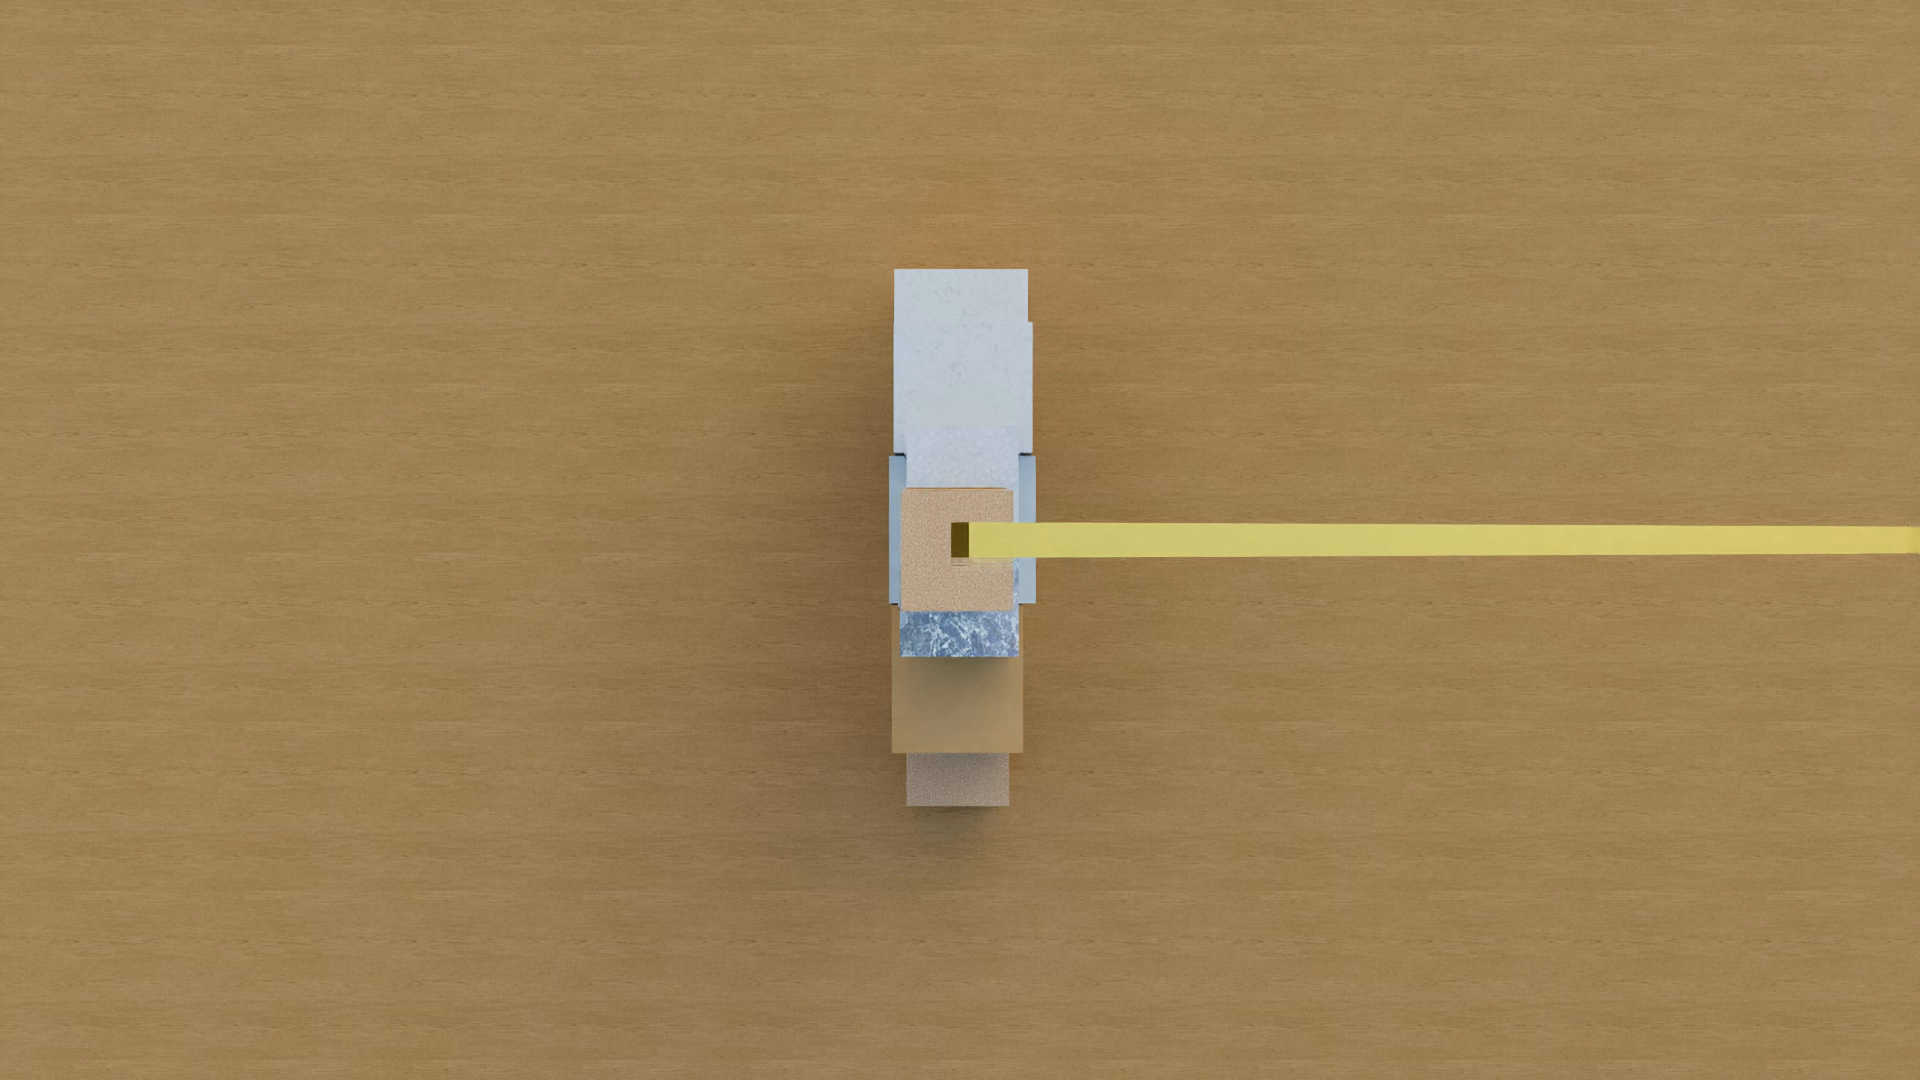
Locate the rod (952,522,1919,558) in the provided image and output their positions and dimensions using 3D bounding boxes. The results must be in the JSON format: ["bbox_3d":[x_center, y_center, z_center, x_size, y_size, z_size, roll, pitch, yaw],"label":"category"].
[{"bbox_3d":[2.234,0.000,6.313,5.200,0.080,0.080,0,90,-31],"label":"rod"}]

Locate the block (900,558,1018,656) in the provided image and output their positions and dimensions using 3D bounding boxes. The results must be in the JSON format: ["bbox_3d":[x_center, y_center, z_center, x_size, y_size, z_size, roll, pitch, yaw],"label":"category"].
[{"bbox_3d":[-0.004,0.282,11.191,0.589,0.639,0.589,0,90,0],"label":"block"}]

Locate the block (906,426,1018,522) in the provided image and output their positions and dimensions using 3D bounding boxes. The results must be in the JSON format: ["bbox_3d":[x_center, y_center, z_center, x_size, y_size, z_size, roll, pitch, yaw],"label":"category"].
[{"bbox_3d":[0.013,-0.290,11.011,0.545,0.583,0.548,0,92,0],"label":"block"}]

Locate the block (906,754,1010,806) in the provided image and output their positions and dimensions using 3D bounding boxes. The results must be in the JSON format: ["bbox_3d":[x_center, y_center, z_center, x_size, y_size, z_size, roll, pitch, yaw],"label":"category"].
[{"bbox_3d":[-0.012,1.166,12.671,0.576,0.659,0.657,0,90,0],"label":"block"}]

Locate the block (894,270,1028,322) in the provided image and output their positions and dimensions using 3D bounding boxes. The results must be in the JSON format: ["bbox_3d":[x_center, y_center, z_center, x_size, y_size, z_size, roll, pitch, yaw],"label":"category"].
[{"bbox_3d":[0.006,-1.111,12.566,0.736,0.869,0.766,0,90,0],"label":"block"}]

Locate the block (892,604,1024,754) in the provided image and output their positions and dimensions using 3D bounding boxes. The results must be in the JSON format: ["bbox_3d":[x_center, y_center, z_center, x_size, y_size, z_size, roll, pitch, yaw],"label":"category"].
[{"bbox_3d":[-0.014,0.729,11.941,0.690,0.793,0.779,0,90,0],"label":"block"}]

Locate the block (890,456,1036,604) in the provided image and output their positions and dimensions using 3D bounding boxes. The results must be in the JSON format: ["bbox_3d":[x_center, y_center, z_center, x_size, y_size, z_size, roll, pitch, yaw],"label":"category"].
[{"bbox_3d":[0.013,-0.055,11.916,0.766,0.813,0.770,0,90,0],"label":"block"}]

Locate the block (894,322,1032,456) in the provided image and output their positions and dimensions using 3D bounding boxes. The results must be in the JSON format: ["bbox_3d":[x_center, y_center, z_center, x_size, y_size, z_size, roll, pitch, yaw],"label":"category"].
[{"bbox_3d":[0.016,-0.785,11.714,0.713,0.834,0.668,0,90,0],"label":"block"}]

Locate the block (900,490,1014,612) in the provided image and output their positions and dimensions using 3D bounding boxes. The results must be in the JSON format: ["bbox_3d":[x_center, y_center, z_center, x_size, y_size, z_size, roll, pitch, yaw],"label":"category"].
[{"bbox_3d":[-0.013,0.040,9.936,0.493,0.568,0.528,0,92,0],"label":"block"}]

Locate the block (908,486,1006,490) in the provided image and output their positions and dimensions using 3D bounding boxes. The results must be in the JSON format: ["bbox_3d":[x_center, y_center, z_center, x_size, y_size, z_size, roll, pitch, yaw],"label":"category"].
[{"bbox_3d":[-0.016,0.027,10.475,0.460,0.509,0.557,0,92,0],"label":"block"}]
